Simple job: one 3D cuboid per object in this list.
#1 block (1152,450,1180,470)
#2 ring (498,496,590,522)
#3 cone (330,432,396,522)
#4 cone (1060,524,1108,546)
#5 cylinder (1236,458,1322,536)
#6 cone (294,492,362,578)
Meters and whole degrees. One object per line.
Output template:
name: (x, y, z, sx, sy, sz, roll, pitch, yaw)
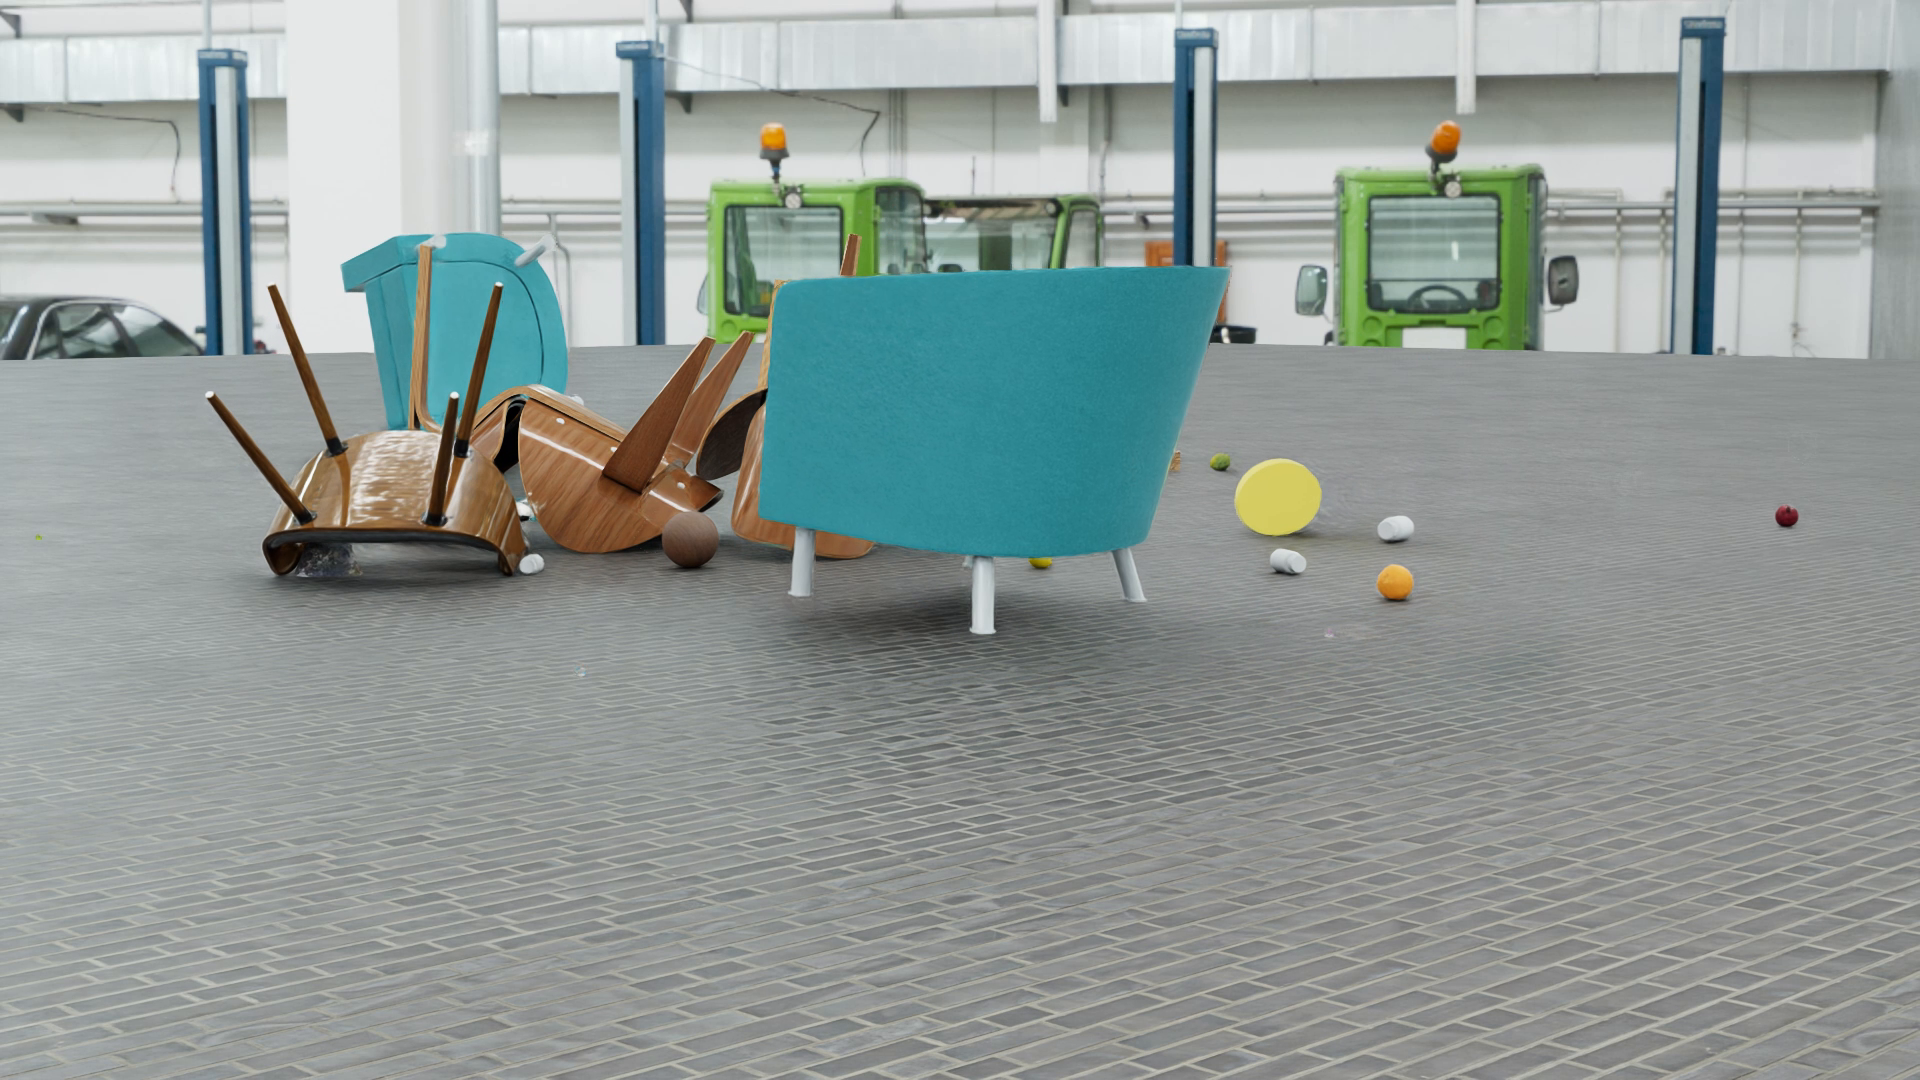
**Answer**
block: (0.700, -0.270, 8.720, 0.092, 0.064, 0.063, 0, 6, 2)
ring: (-1.132, -0.084, 6.984, 0.250, 0.051, 0.256, 5, 9, 38)
cone: (-1.645, -0.179, 7.005, 0.206, 0.235, 0.250, -1, 6, -6)
cone: (0.299, -0.001, 6.294, 0.121, 0.062, 0.050, -2, 37, 17)
cylinder: (0.816, -0.111, 6.583, 0.213, 0.181, 0.160, -21, 4, 5)
cone: (-1.399, -0.017, 5.675, 0.157, 0.185, 0.133, 3, 6, 23)
